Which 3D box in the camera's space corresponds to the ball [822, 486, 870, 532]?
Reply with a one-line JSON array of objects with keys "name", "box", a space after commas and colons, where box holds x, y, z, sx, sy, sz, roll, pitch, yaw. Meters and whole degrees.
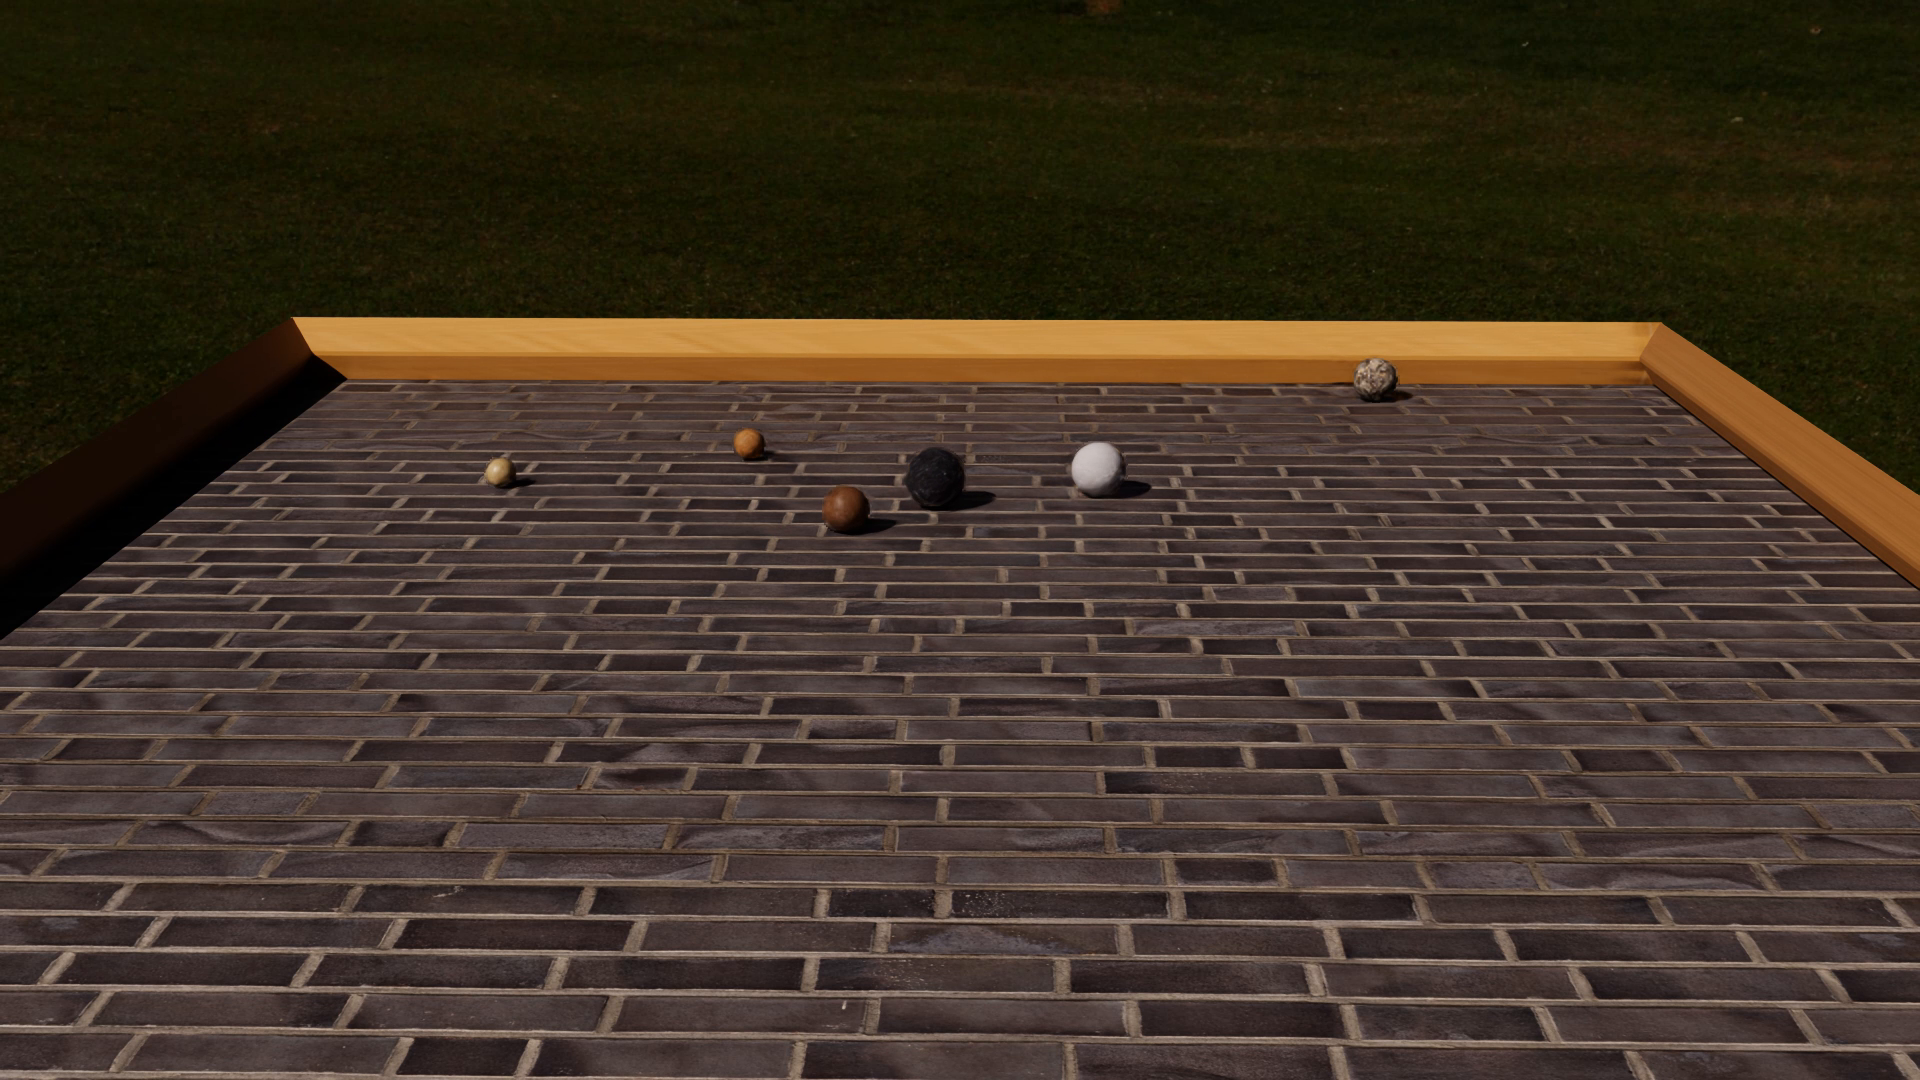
[{"name": "ball", "box": [-0.155, -0.042, 2.991, 0.064, 0.064, 0.064, 0, 17, 0]}]

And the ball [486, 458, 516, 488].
[{"name": "ball", "box": [-0.670, -0.098, 3.213, 0.044, 0.044, 0.044, 0, 17, 0]}]

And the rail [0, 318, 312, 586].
[{"name": "rail", "box": [-1.204, 0.282, 1.821, 0.045, 0.110, 4.362, 0, 17, 1]}]

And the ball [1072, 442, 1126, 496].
[{"name": "ball", "box": [0.199, -0.102, 3.164, 0.079, 0.079, 0.079, 0, 17, 0]}]

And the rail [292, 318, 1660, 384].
[{"name": "rail", "box": [0.021, -0.328, 3.865, 2.413, 0.110, 0.045, 0, 17, 1]}]

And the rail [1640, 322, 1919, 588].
[{"name": "rail", "box": [1.161, 0.295, 1.776, 0.045, 0.110, 4.362, 0, 17, 1]}]

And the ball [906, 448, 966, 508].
[{"name": "ball", "box": [-0.035, -0.087, 3.106, 0.085, 0.085, 0.085, 0, 17, 0]}]

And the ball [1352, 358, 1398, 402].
[{"name": "ball", "box": [0.708, -0.274, 3.750, 0.074, 0.074, 0.074, 0, 17, 0]}]

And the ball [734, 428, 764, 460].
[{"name": "ball", "box": [-0.323, -0.147, 3.372, 0.047, 0.047, 0.047, 0, 17, 0]}]
